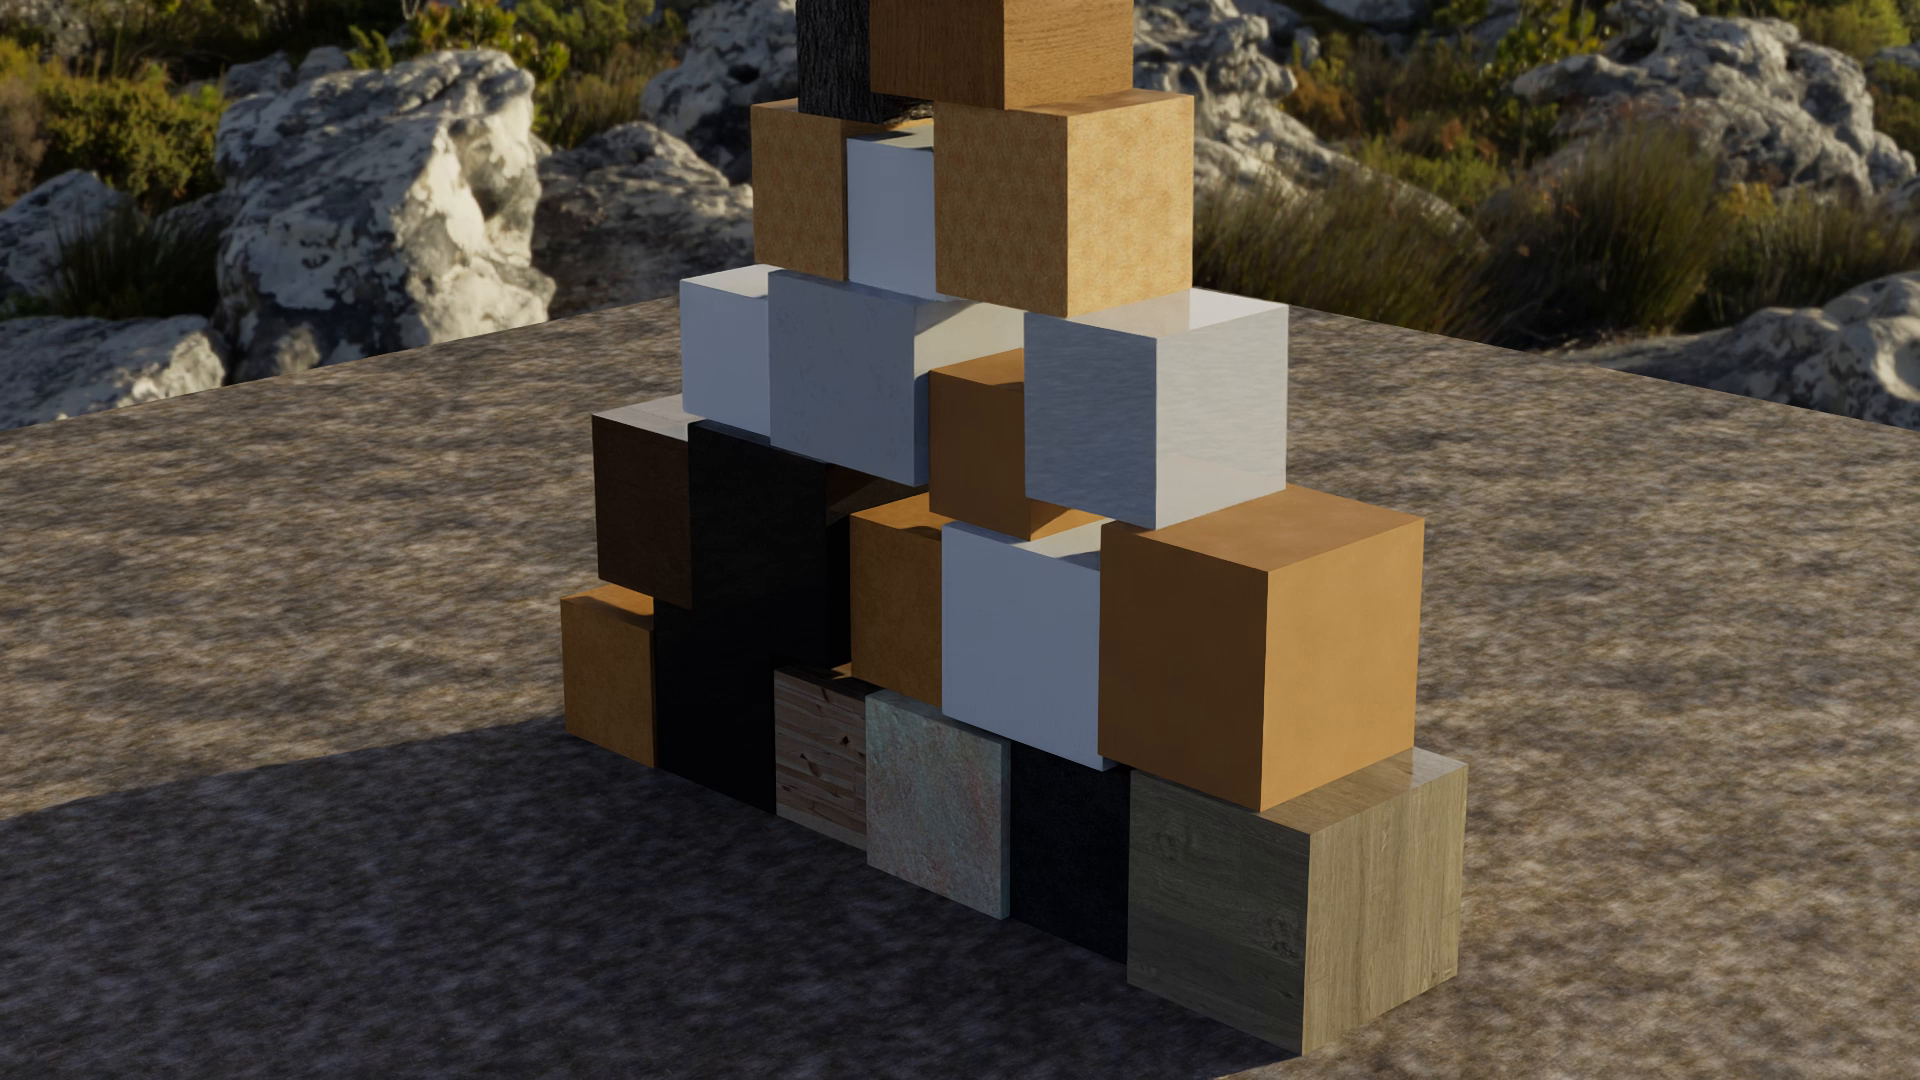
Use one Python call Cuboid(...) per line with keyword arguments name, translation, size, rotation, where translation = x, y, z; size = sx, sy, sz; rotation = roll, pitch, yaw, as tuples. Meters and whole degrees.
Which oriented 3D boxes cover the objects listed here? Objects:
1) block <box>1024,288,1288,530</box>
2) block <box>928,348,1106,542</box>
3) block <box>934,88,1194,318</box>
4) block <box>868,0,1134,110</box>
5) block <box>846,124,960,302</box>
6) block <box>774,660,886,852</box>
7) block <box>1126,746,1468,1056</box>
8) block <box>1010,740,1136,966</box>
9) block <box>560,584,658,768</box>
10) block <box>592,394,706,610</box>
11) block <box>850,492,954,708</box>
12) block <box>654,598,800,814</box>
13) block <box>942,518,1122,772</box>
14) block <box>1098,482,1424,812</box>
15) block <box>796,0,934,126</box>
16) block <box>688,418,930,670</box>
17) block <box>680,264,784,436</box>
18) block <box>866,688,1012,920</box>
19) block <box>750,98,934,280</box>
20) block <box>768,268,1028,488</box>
Cuboid(name="block", translation=(0.824, -0.581, 12.317), size=(0.832, 0.794, 0.733), rotation=(-17, 23, -42))
Cuboid(name="block", translation=(0.330, -0.440, 12.847), size=(0.698, 0.642, 0.618), rotation=(-17, 24, -42))
Cuboid(name="block", translation=(0.441, -1.465, 12.449), size=(0.772, 0.831, 0.781), rotation=(16, 23, 43))
Cuboid(name="block", translation=(0.173, -2.306, 12.411), size=(0.799, 0.807, 0.785), rotation=(16, 23, 43))
Cuboid(name="block", translation=(-0.058, -1.460, 12.956), size=(0.613, 0.639, 0.627), rotation=(16, 24, 43))
Cuboid(name="block", translation=(-0.367, 0.969, 14.023), size=(0.732, 0.743, 0.728), rotation=(-17, 24, -42))
Cuboid(name="block", translation=(1.409, 1.400, 12.285), size=(1.050, 0.962, 0.941), rotation=(-17, 24, -42))
Cuboid(name="block", translation=(0.800, 1.256, 12.902), size=(0.841, 0.868, 0.794), rotation=(-17, 24, -42))
Cuboid(name="block", translation=(-1.508, 0.637, 15.102), size=(0.795, 0.728, 0.715), rotation=(-17, 24, -42))
Cuboid(name="block", translation=(-1.245, -0.212, 14.608), size=(0.794, 0.854, 0.834), rotation=(-17, 24, -42))
Cuboid(name="block", translation=(-0.004, 0.257, 13.452), size=(0.705, 0.782, 0.709), rotation=(-17, 24, -42))
Cuboid(name="block", translation=(-0.929, 0.723, 14.551), size=(0.786, 0.896, 0.863), rotation=(-17, 24, -42))
Cuboid(name="block", translation=(0.595, 0.354, 12.857), size=(0.947, 0.879, 0.962), rotation=(-17, 24, -42))
Cuboid(name="block", translation=(1.245, 0.404, 12.174), size=(1.013, 1.006, 0.880), rotation=(-17, 24, -42))
Cuboid(name="block", translation=(-0.295, -2.234, 12.936), size=(0.547, 0.678, 0.654), rotation=(16, 23, 43))
Cuboid(name="block", translation=(-0.615, -0.076, 13.956), size=(0.935, 0.985, 0.961), rotation=(-17, 24, -42))
Cuboid(name="block", translation=(-0.825, -0.915, 13.905), size=(0.684, 0.643, 0.724), rotation=(-17, 24, -42))
Cuboid(name="block", translation=(0.208, 1.096, 13.472), size=(0.941, 0.831, 0.861), rotation=(-17, 24, -42))
Cuboid(name="block", translation=(-0.495, -1.627, 13.347), size=(0.598, 0.720, 0.669), rotation=(16, 23, 43))
Cuboid(name="block", translation=(-0.230, -0.810, 13.308), size=(0.857, 0.810, 0.947), rotation=(-17, 24, -42))
